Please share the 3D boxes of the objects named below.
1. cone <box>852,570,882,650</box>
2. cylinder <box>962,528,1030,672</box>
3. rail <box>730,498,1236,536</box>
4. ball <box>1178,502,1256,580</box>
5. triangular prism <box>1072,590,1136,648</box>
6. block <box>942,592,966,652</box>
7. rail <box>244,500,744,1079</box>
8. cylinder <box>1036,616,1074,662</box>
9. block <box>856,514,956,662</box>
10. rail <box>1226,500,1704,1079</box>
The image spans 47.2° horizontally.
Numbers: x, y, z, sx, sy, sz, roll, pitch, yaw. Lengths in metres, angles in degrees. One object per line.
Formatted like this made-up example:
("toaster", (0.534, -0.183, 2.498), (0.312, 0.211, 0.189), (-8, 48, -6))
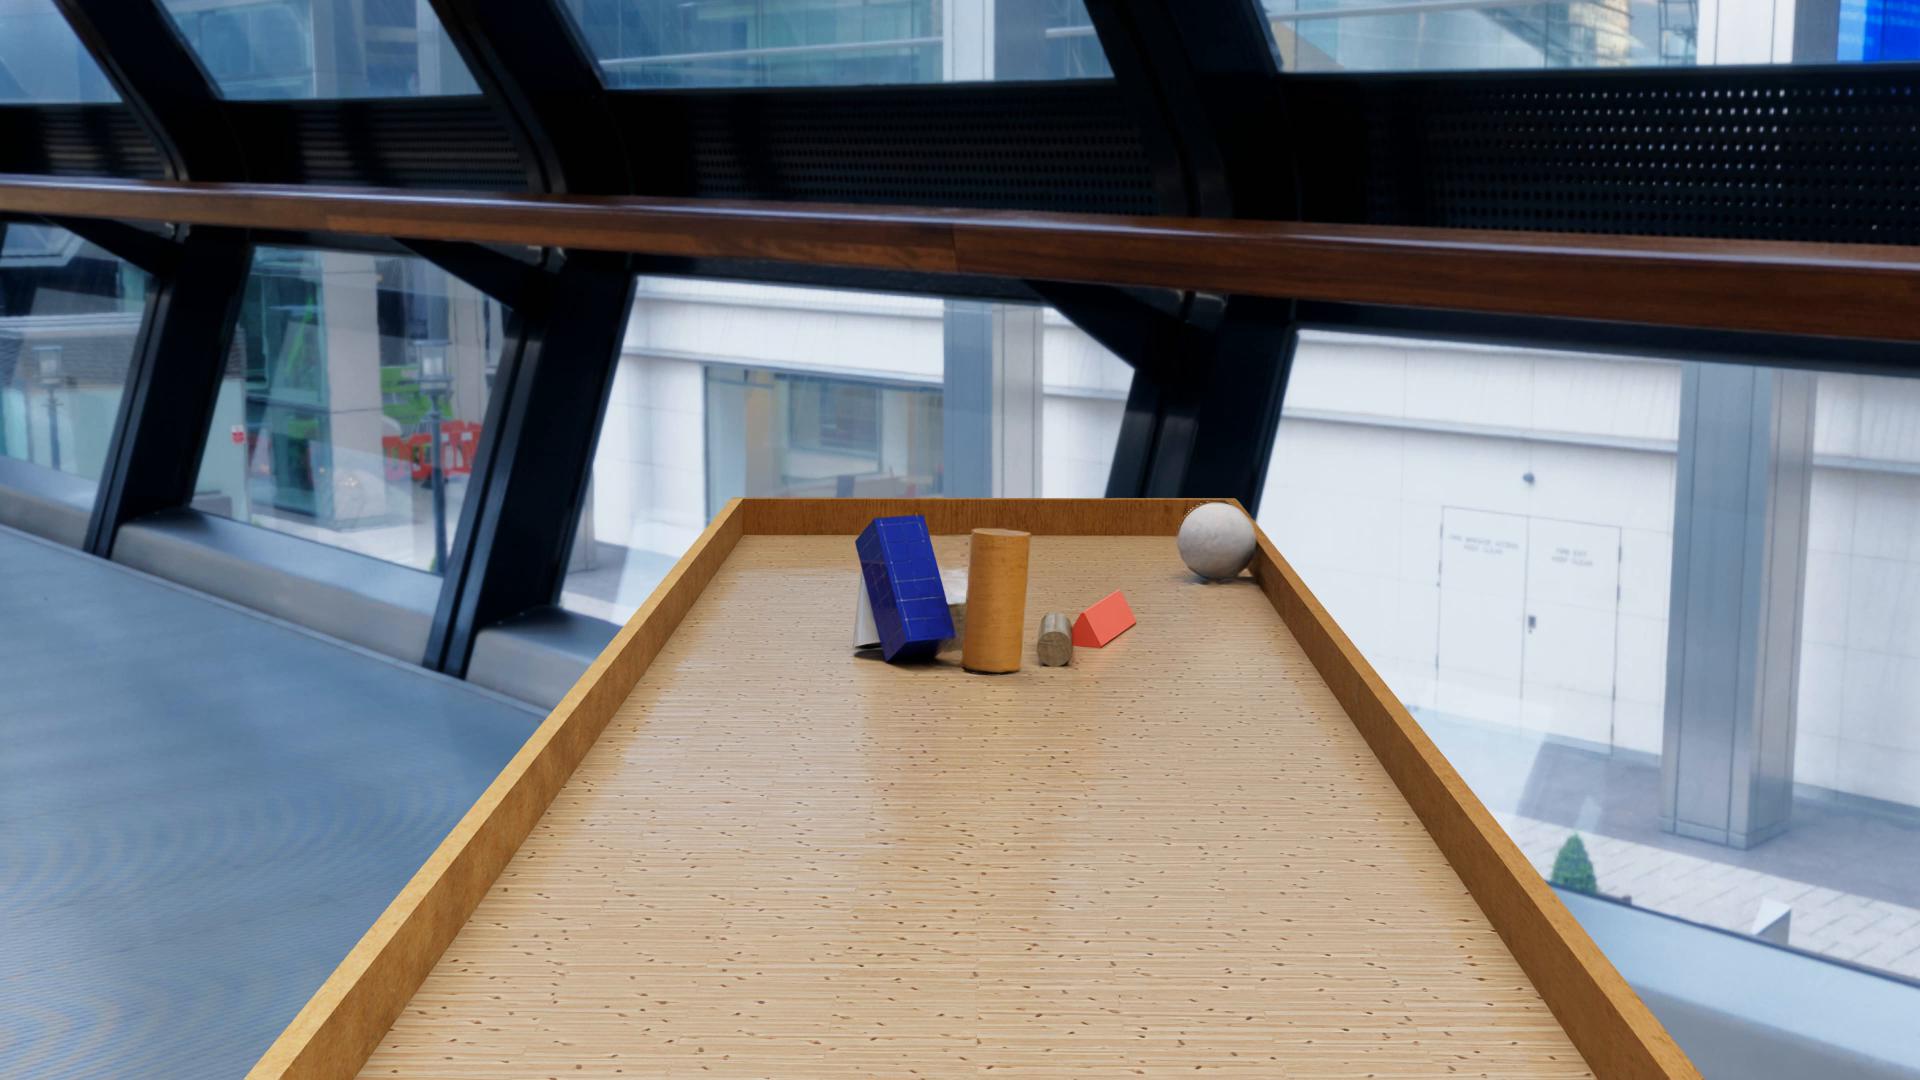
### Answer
("cone", (-0.269, 0.144, 6.808), (0.179, 0.365, 0.179), (-7, -8, -1))
("cylinder", (0.106, 0.178, 6.548), (0.176, 0.405, 0.176), (4, 6, 0))
("rail", (0.099, -0.098, 9.147), (2.100, 0.150, 0.050), (0, 9, 1))
("ball", (0.943, 0.005, 8.070), (0.284, 0.284, 0.284), (0, 9, 0))
("triangular prism", (0.455, 0.248, 7.085), (0.123, 0.107, 0.421), (4, 10, 19))
("block", (-0.127, 0.242, 6.999), (0.150, 0.150, 0.428), (-5, 10, -27))
("rail", (-1.004, 0.839, 3.234), (0.050, 0.150, 12.000), (0, 9, 1))
("cylinder", (0.292, 0.303, 6.750), (0.108, 0.108, 0.303), (1, 4, 5))
("block", (-0.168, 0.147, 6.700), (0.167, 0.406, 0.167), (-5, -22, -27))
("rail", (1.046, 0.843, 3.208), (0.050, 0.150, 12.000), (0, 9, 1))
